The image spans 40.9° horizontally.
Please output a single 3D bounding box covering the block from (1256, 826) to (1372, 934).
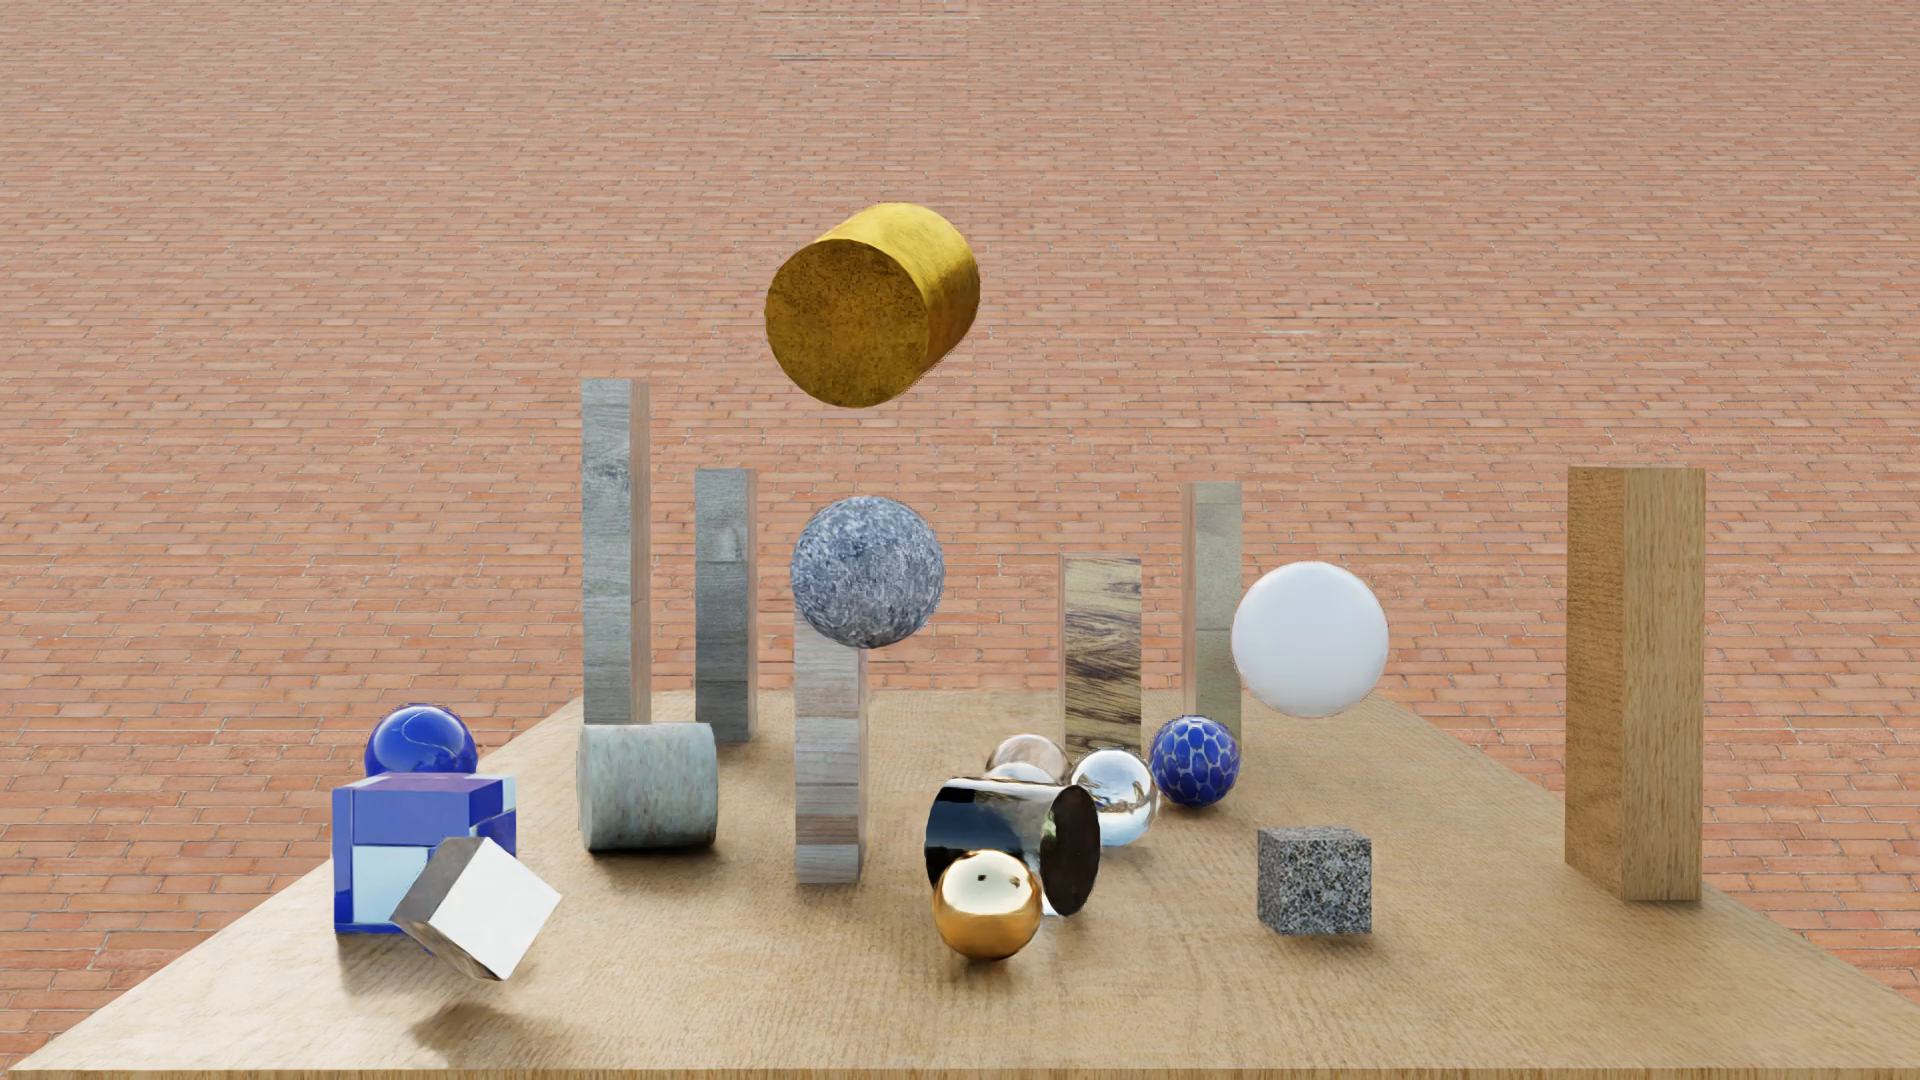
[{"bbox_3d":[0.455,0.437,3.317,0.118,0.118,0.118,0,2,-8],"label":"block"}]

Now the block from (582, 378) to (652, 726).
[{"bbox_3d":[-0.685,0.057,5.159,0.093,0.750,0.332,0,2,0],"label":"block"}]

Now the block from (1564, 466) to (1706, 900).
[{"bbox_3d":[0.953,0.190,3.653,0.110,0.587,0.323,0,2,0],"label":"block"}]

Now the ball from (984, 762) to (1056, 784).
[{"bbox_3d":[0.087,0.406,3.919,0.138,0.138,0.138,0,24,0],"label":"ball"}]

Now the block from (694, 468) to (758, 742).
[{"bbox_3d":[-0.499,0.133,5.520,0.108,0.573,0.282,0,2,0],"label":"block"}]

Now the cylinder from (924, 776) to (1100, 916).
[{"bbox_3d":[0.071,0.405,3.423,0.172,0.172,0.172,1,22,30],"label":"cylinder"}]

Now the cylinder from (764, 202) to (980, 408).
[{"bbox_3d":[-0.091,-0.254,2.759,0.182,0.182,0.182,7,21,16],"label":"cylinder"}]

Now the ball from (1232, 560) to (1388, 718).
[{"bbox_3d":[0.408,0.115,3.004,0.182,0.182,0.182,0,24,0],"label":"ball"}]

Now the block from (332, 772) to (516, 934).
[{"bbox_3d":[-0.695,0.405,3.354,0.181,0.181,0.181,0,2,9],"label":"block"}]

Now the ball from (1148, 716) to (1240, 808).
[{"bbox_3d":[0.401,0.380,4.411,0.155,0.155,0.155,0,24,0],"label":"ball"}]

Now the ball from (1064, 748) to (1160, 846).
[{"bbox_3d":[0.233,0.398,3.978,0.151,0.151,0.151,0,24,0],"label":"ball"}]

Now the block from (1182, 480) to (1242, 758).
[{"bbox_3d":[0.514,0.154,5.283,0.091,0.546,0.327,0,2,0],"label":"block"}]

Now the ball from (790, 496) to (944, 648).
[{"bbox_3d":[-0.128,0.044,3.522,0.209,0.209,0.209,0,24,0],"label":"ball"}]

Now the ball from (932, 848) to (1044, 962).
[{"bbox_3d":[0.033,0.437,3.086,0.134,0.134,0.134,0,24,0],"label":"ball"}]

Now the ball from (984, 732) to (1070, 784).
[{"bbox_3d":[0.112,0.391,4.270,0.143,0.143,0.143,0,24,0],"label":"ball"}]

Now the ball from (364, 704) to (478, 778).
[{"bbox_3d":[-0.903,0.369,4.318,0.186,0.186,0.186,0,24,0],"label":"ball"}]

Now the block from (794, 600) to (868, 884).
[{"bbox_3d":[-0.188,0.276,3.839,0.089,0.404,0.409,0,2,0],"label":"block"}]

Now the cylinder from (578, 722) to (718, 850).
[{"bbox_3d":[-0.481,0.378,3.960,0.190,0.190,0.190,-1,24,-14],"label":"cylinder"}]

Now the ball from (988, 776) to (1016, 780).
[{"bbox_3d":[0.056,0.412,3.723,0.141,0.141,0.141,0,24,0],"label":"ball"}]

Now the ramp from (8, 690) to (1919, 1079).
[{"bbox_3d":[0.056,0.503,4.548,2.000,0.100,4.000,0,2,0],"label":"ramp"}]

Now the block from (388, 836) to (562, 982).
[{"bbox_3d":[-0.543,0.412,2.885,0.114,0.114,0.114,-9,43,55],"label":"block"}]

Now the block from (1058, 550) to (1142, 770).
[{"bbox_3d":[0.272,0.231,5.078,0.144,0.406,0.373,0,2,0],"label":"block"}]
